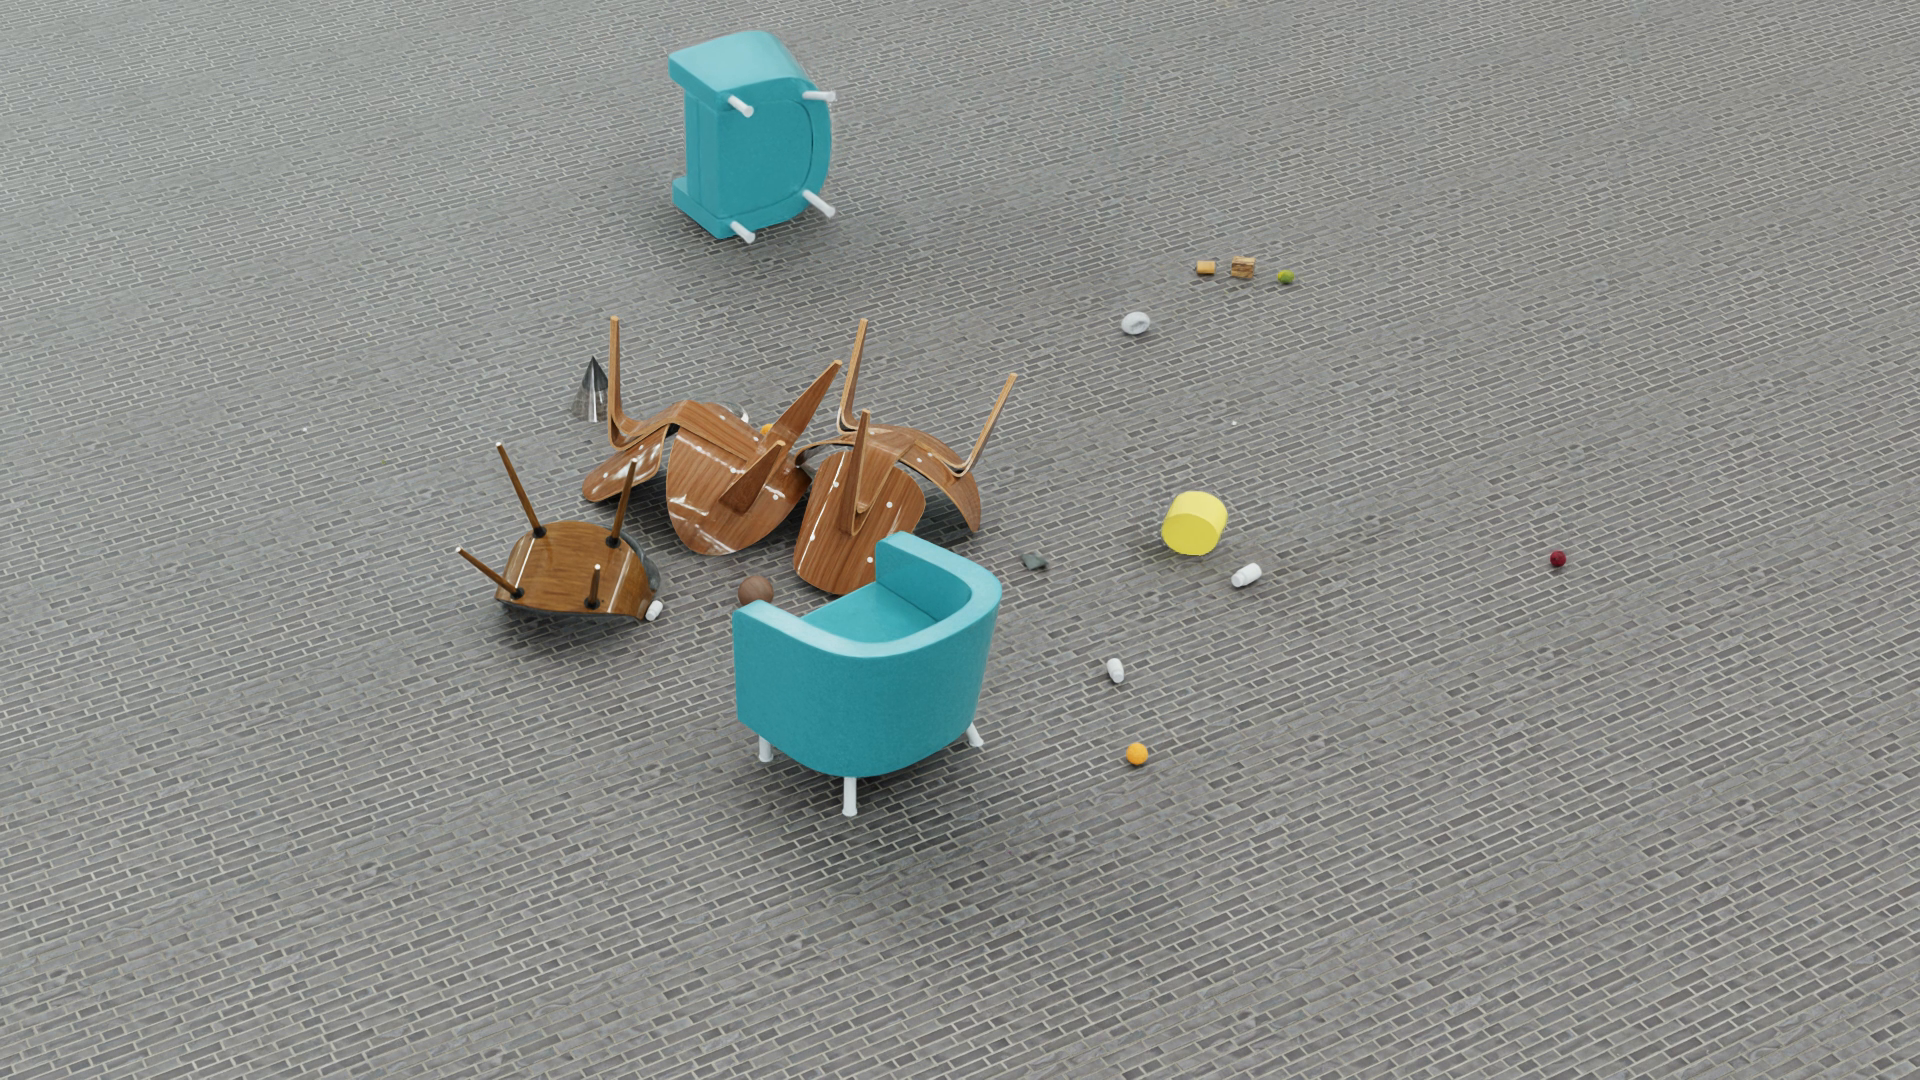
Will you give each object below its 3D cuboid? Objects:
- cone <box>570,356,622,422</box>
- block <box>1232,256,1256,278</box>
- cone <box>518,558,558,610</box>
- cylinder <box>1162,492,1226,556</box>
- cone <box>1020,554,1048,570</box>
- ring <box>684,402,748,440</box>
[{"bbox_3d":[-1.457,-0.636,11.696,0.206,0.235,0.250,4,34,6],"label":"cone"},{"bbox_3d":[1.225,-1.180,12.676,0.092,0.064,0.063,8,34,13],"label":"block"},{"bbox_3d":[-1.530,0.134,10.573,0.157,0.185,0.133,23,40,30],"label":"cone"},{"bbox_3d":[0.868,-0.062,10.874,0.213,0.181,0.160,9,35,14],"label":"cylinder"},{"bbox_3d":[0.264,0.090,10.783,0.121,0.062,0.050,17,69,25],"label":"cone"},{"bbox_3d":[-0.965,-0.476,11.621,0.256,0.051,0.250,-24,41,-31],"label":"ring"}]
